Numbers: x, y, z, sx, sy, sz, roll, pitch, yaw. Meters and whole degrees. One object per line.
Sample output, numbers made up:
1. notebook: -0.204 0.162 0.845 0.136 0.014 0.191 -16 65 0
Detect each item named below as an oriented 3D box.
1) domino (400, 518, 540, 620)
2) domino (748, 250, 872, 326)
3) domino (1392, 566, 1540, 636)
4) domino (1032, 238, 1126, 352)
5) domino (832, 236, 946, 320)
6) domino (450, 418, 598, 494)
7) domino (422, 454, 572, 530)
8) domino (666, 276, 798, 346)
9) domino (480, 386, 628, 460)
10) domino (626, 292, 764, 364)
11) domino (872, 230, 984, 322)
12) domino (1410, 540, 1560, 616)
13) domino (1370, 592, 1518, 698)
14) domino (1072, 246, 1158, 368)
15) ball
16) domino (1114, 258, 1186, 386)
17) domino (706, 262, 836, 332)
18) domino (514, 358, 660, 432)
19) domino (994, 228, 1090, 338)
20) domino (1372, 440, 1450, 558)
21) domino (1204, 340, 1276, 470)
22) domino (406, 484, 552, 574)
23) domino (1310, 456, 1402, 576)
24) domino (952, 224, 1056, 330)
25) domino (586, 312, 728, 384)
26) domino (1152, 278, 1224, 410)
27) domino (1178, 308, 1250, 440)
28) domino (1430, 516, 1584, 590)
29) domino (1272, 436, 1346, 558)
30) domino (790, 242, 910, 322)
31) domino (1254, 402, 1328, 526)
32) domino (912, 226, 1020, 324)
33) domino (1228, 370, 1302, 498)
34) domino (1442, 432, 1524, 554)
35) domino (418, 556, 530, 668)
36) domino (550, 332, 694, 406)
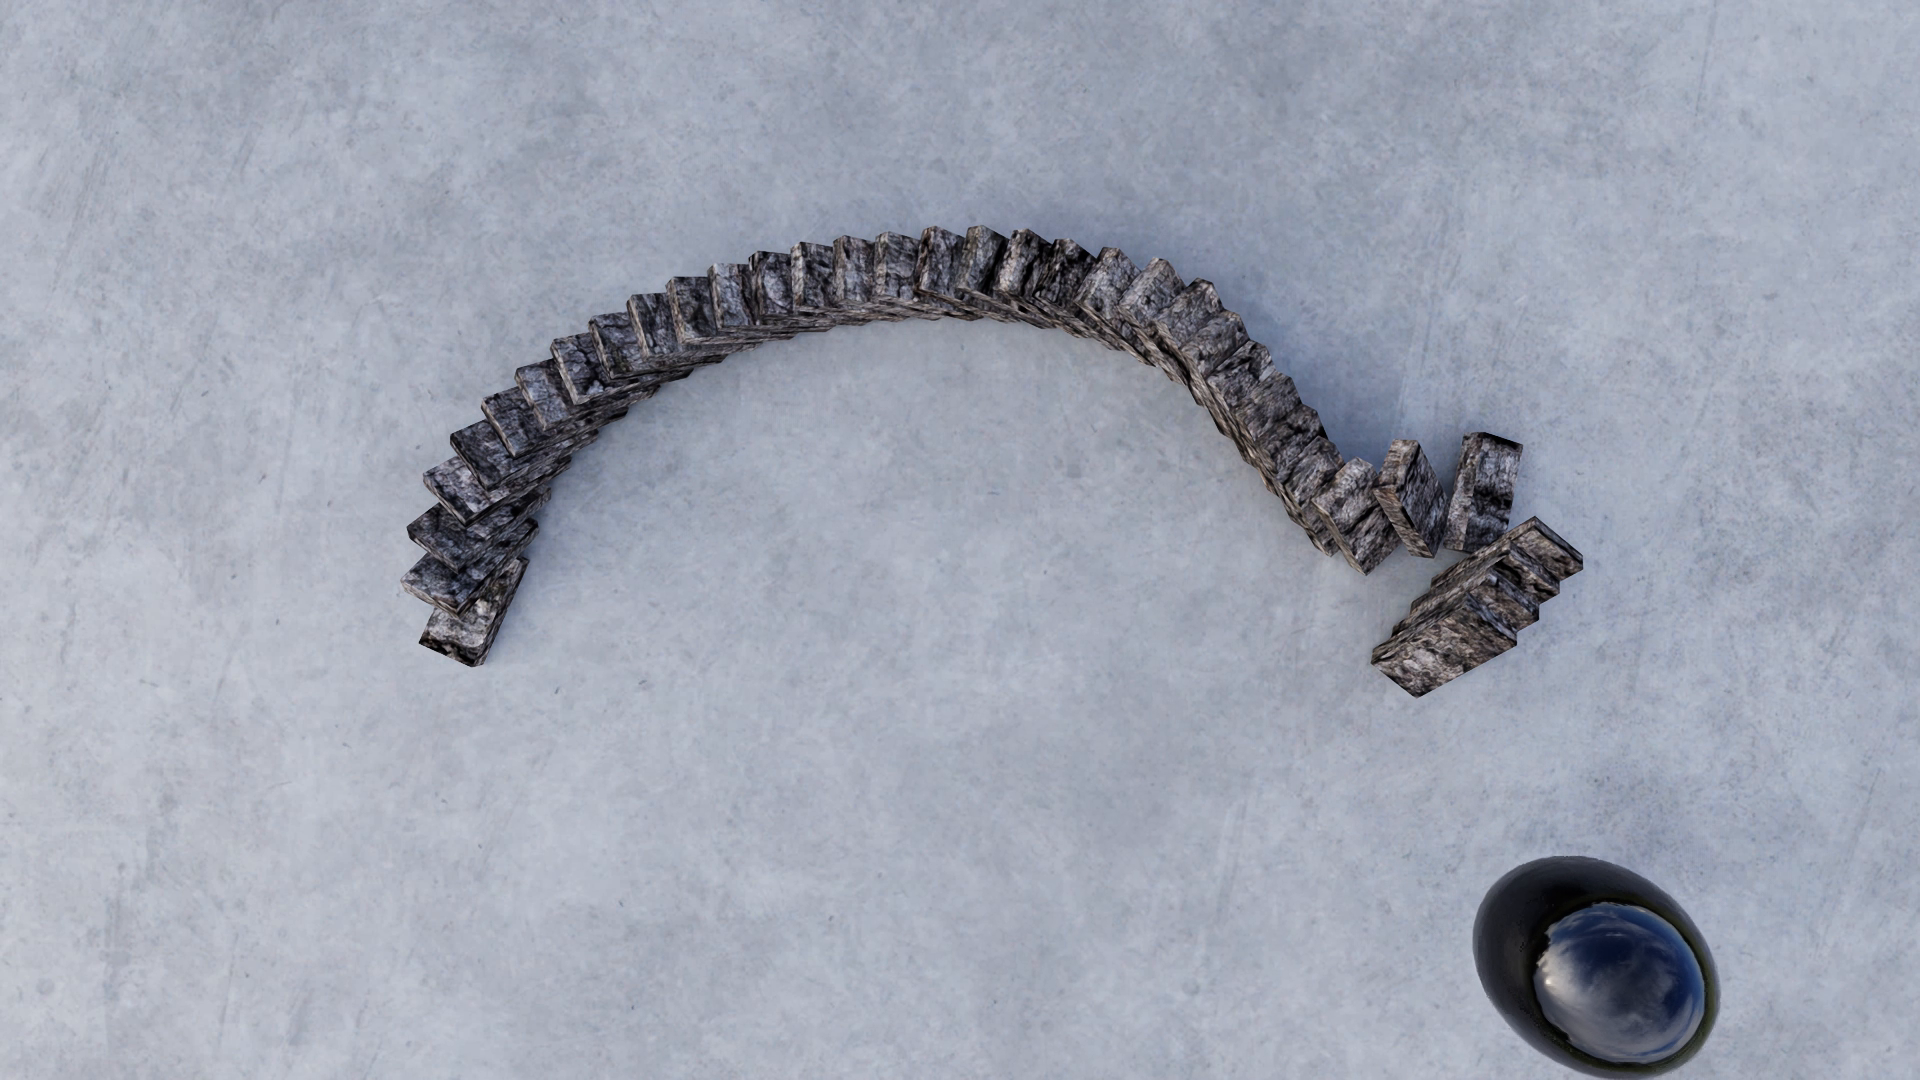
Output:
1. domino: -0.203 0.006 0.381 0.025 0.009 0.050 27 53 0
2. domino: -0.061 -0.104 0.381 0.050 0.009 0.025 -6 90 -36
3. domino: 0.208 0.034 0.379 0.025 0.050 0.009 38 46 0
4. domino: 0.054 -0.101 0.381 0.050 0.010 0.025 23 90 -37
5. domino: -0.029 -0.108 0.381 0.050 0.010 0.025 0 90 -37
6. domino: -0.180 -0.042 0.381 0.050 0.010 0.025 -37 90 -36
7. domino: -0.192 -0.029 0.381 0.025 0.010 0.050 47 54 0
8. domino: -0.094 -0.096 0.381 0.050 0.010 0.025 -12 90 -37
9. domino: -0.168 -0.055 0.382 0.050 0.010 0.025 -32 90 -36
10. domino: -0.110 -0.090 0.381 0.050 0.010 0.025 -16 90 -37
11. domino: -0.012 -0.109 0.381 0.050 0.009 0.025 3 90 -37
12. domino: 0.216 0.024 0.379 0.025 0.050 0.009 38 46 0
13. domino: 0.199 0.044 0.379 0.025 0.050 0.010 38 46 0
14. domino: 0.071 -0.096 0.381 0.050 0.009 0.025 30 90 -38
15. ball: 0.247 0.166 0.360 0.080 0.080 0.080 0 90 0
16. domino: 0.087 -0.090 0.381 0.025 0.010 0.050 -50 128 -1
17. domino: -0.078 -0.100 0.381 0.050 0.009 0.025 -9 90 -36
18. domino: -0.154 -0.065 0.382 0.050 0.010 0.025 -29 90 -36
19. domino: 0.039 -0.106 0.381 0.050 0.010 0.025 19 90 -38
20. domino: 0.188 -0.016 0.378 0.050 0.010 0.025 41 71 -36
21. domino: 0.122 -0.056 0.381 0.025 0.009 0.050 -40 127 0
22. domino: -0.199 -0.012 0.381 0.025 0.010 0.050 36 53 0
23. domino: 0.167 -0.009 0.381 0.025 0.009 0.050 -44 126 3
24. domino: 0.022 -0.108 0.381 0.050 0.009 0.025 14 90 -37
25. domino: -0.125 -0.083 0.381 0.050 0.009 0.025 -20 90 -37
26. domino: 0.101 -0.081 0.381 0.025 0.010 0.050 -42 127 -2
27. domino: 0.112 -0.068 0.381 0.025 0.009 0.050 -41 127 -1
28. domino: 0.224 0.014 0.378 0.025 0.050 0.009 39 46 -1
29. domino: 0.152 -0.017 0.381 0.025 0.009 0.050 -44 126 2
30. domino: -0.045 -0.107 0.381 0.050 0.009 0.025 -3 90 -36
31. domino: 0.143 -0.030 0.381 0.025 0.010 0.050 -40 126 0
32. domino: 0.005 -0.109 0.381 0.050 0.009 0.025 9 90 -37
33. domino: 0.133 -0.043 0.381 0.025 0.010 0.050 -40 127 0
34. domino: 0.223 -0.019 0.391 0.025 0.009 0.050 11 90 -24
35. domino: -0.209 0.026 0.395 0.025 0.010 0.050 24 90 0
36. domino: -0.140 -0.075 0.381 0.050 0.009 0.025 -24 90 -36
